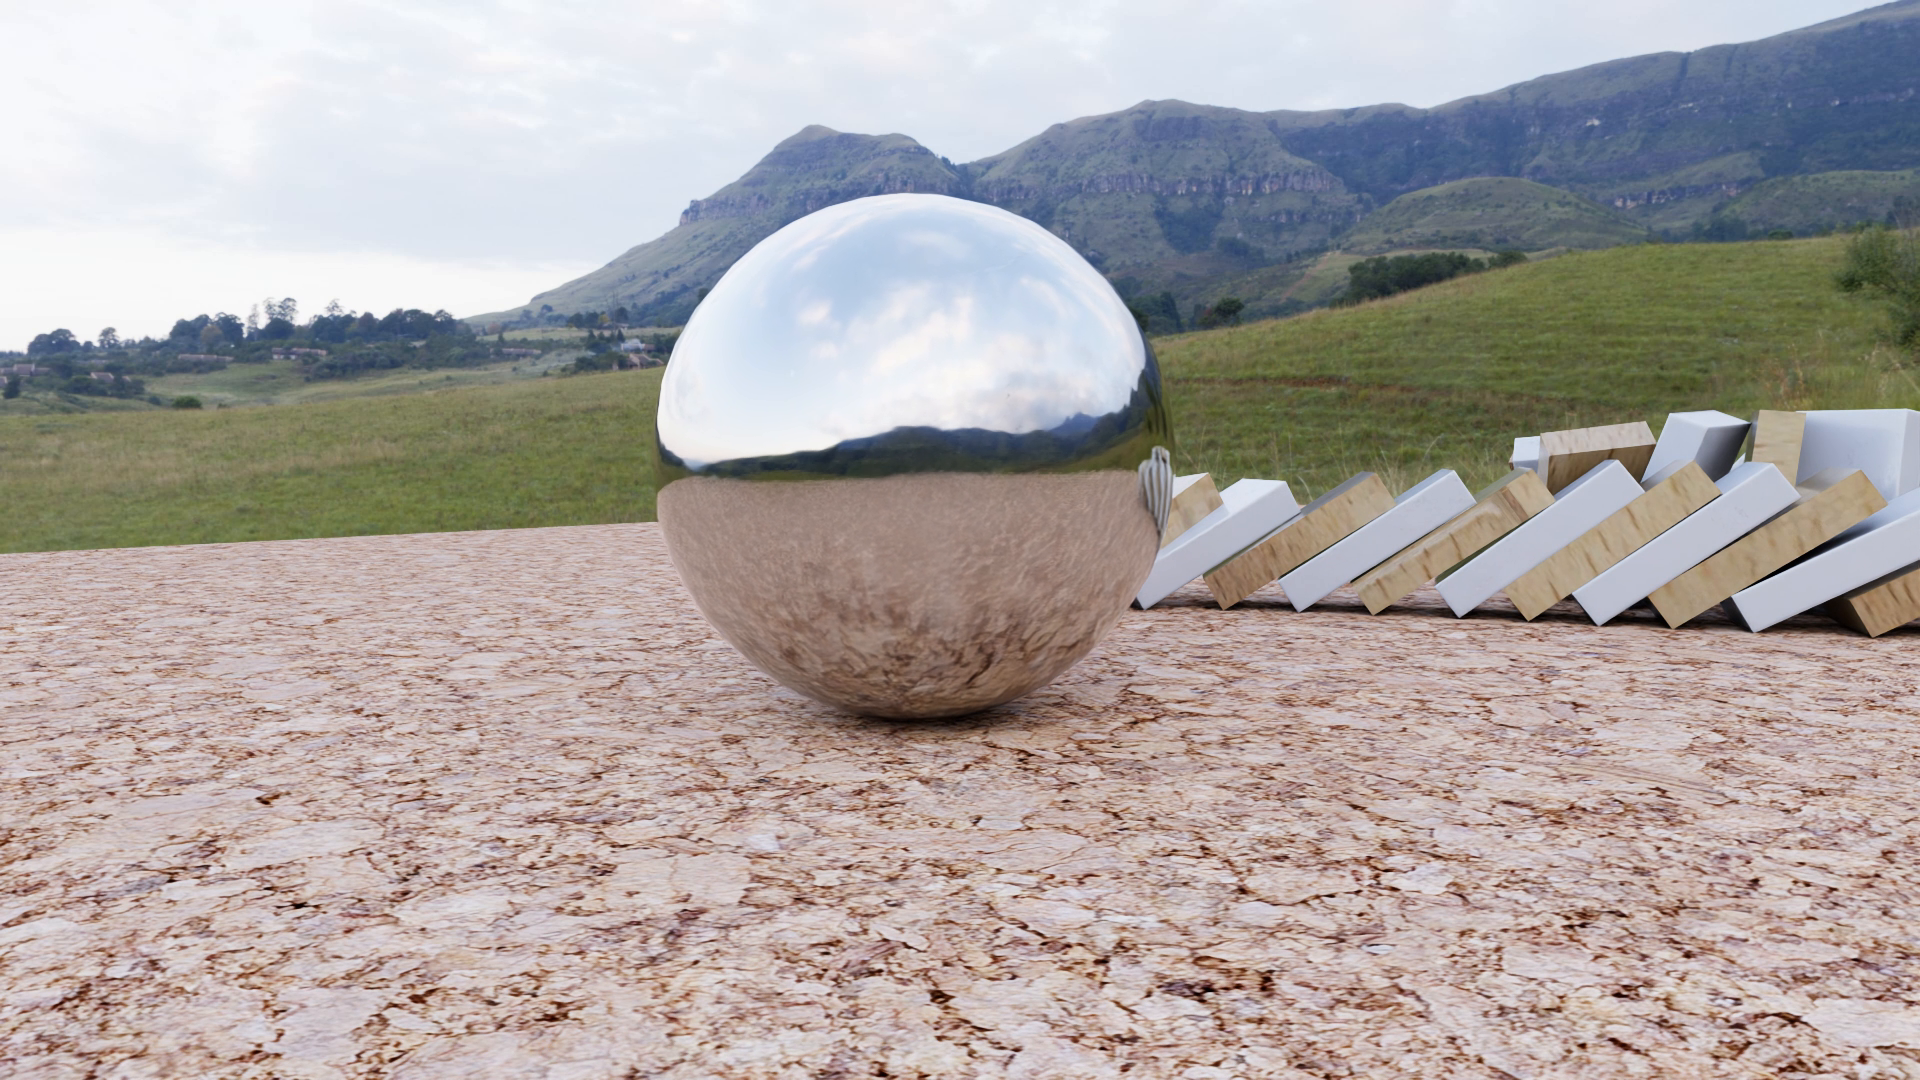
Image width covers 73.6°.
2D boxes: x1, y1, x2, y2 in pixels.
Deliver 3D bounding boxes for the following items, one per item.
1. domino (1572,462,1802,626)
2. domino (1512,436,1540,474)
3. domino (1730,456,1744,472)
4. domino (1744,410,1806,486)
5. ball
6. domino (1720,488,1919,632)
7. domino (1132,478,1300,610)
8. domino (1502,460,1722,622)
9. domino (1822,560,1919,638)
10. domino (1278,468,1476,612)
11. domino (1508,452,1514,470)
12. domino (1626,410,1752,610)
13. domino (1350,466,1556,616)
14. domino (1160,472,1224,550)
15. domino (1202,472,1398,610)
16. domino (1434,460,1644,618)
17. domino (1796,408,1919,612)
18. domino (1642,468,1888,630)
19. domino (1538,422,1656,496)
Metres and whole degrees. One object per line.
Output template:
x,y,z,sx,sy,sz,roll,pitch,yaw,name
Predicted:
0.169,0.001,0.303,0.050,0.010,0.025,-39,-9,18,domino
0.171,-0.007,0.357,0.025,0.050,0.009,-3,43,31,domino
0.259,-0.007,0.386,0.025,0.010,0.050,-3,48,-31,domino
0.200,-0.007,0.320,0.009,0.050,0.025,8,7,27,domino
-0.007,-0.012,0.199,0.080,0.080,0.080,0,4,0,ball
0.201,0.004,0.292,0.050,0.009,0.025,-30,-6,19,domino
0.063,0.000,0.343,0.050,0.010,0.025,-31,11,-10,domino
0.155,0.000,0.310,0.050,0.009,0.025,-39,-10,18,domino
0.222,0.004,0.286,0.050,0.009,0.025,-30,-2,17,domino
0.106,0.000,0.329,0.050,0.010,0.025,-34,-5,14,domino
0.180,-0.007,0.372,0.025,0.050,0.010,4,48,45,domino
0.183,-0.008,0.329,0.025,0.050,0.010,-7,29,-37,domino
0.123,0.000,0.323,0.050,0.010,0.025,-36,-6,16,domino
0.044,-0.001,0.345,0.050,0.009,0.025,-34,12,-25,domino
0.087,0.000,0.335,0.050,0.009,0.025,-33,-2,10,domino
0.141,-0.001,0.316,0.050,0.010,0.025,-39,-10,18,domino
0.219,-0.007,0.317,0.009,0.050,0.025,5,1,-29,domino
0.184,0.002,0.299,0.050,0.009,0.025,-36,-8,19,domino
0.167,-0.007,0.341,0.025,0.050,0.009,-6,40,13,domino
